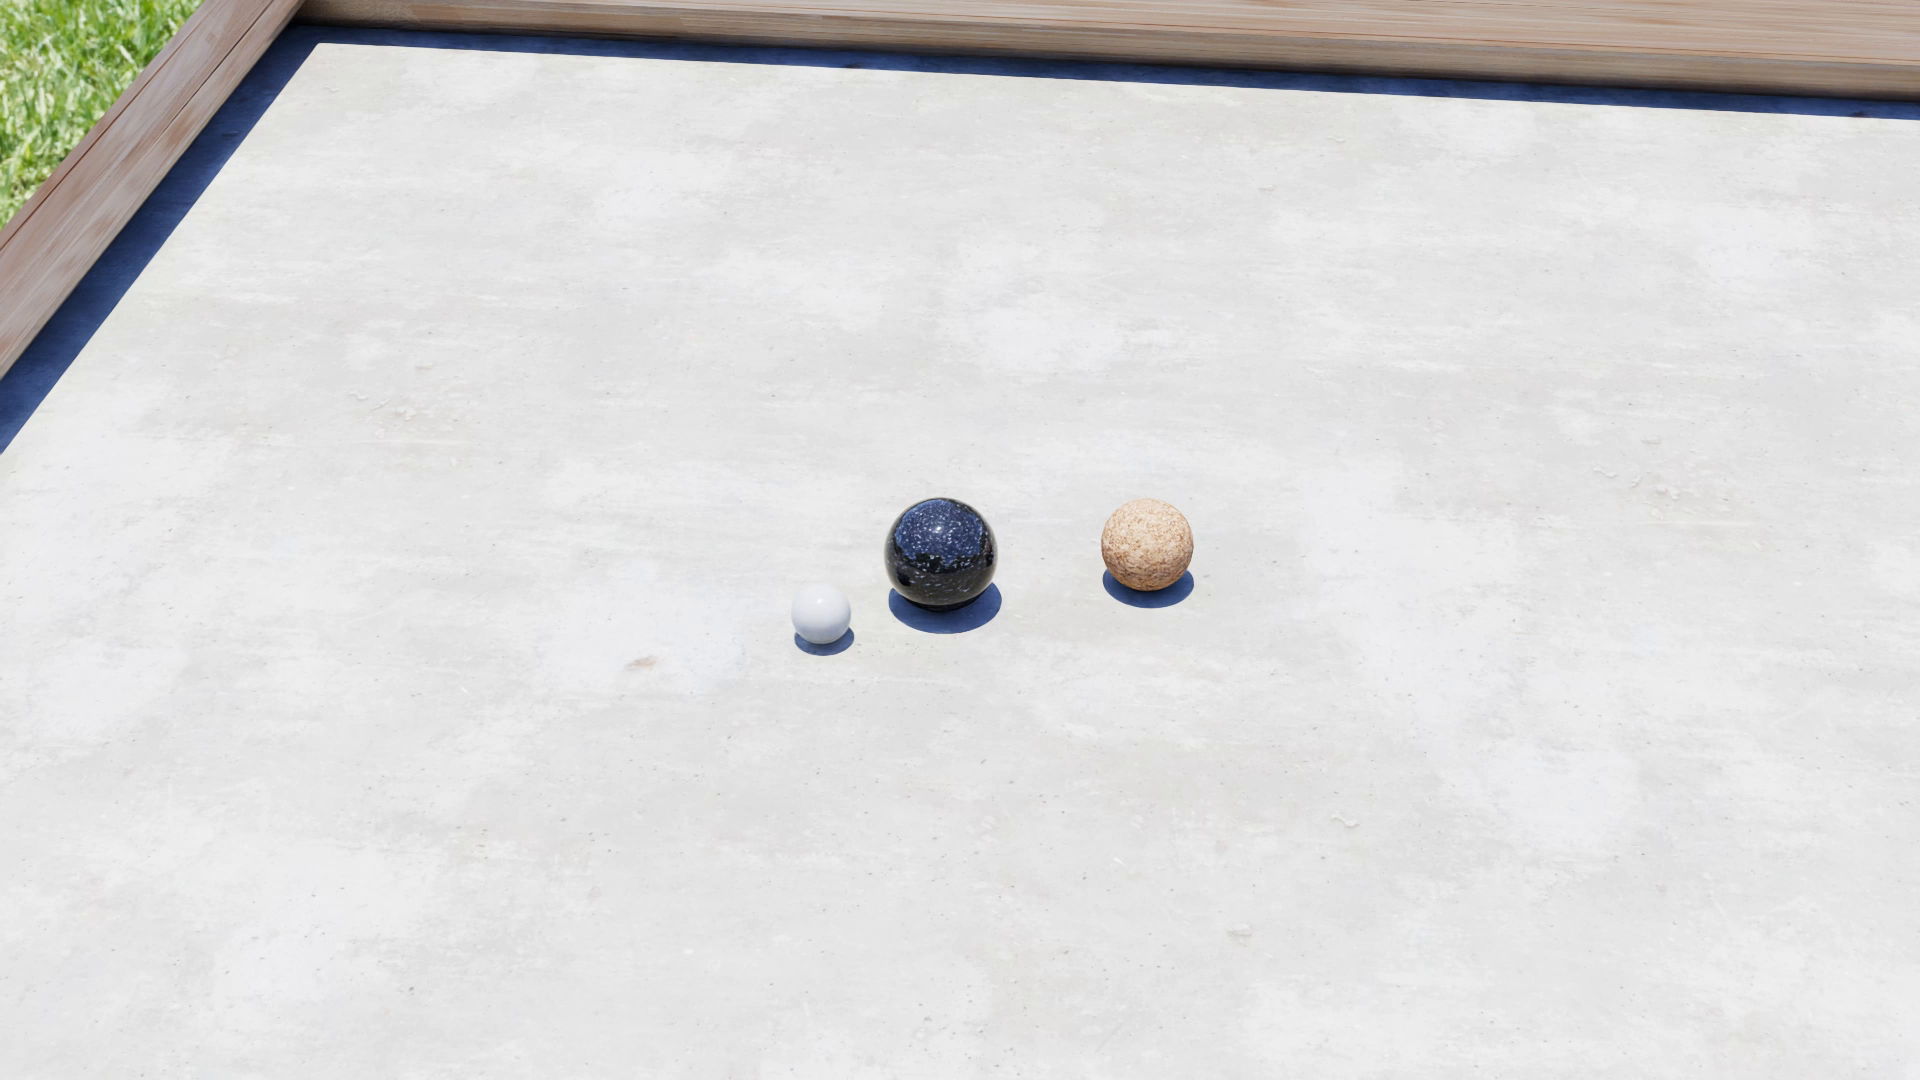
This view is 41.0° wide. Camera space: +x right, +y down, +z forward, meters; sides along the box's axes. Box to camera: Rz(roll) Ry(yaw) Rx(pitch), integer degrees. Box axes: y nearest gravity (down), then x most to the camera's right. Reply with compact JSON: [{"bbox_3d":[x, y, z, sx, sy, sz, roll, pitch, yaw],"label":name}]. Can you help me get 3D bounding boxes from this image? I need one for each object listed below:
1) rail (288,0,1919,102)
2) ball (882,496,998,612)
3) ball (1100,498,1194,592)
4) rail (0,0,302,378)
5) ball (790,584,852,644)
[{"bbox_3d":[0.914,-0.468,2.499,3.273,0.108,0.045,4,35,5],"label":"rail"},{"bbox_3d":[-0.014,0.010,1.838,0.083,0.083,0.083,0,35,0],"label":"ball"},{"bbox_3d":[0.136,0.003,1.861,0.068,0.068,0.068,0,35,0],"label":"ball"},{"bbox_3d":[-0.790,-0.070,1.930,0.045,0.108,1.816,4,35,5],"label":"rail"},{"bbox_3d":[-0.098,0.052,1.813,0.043,0.043,0.043,0,35,0],"label":"ball"}]
